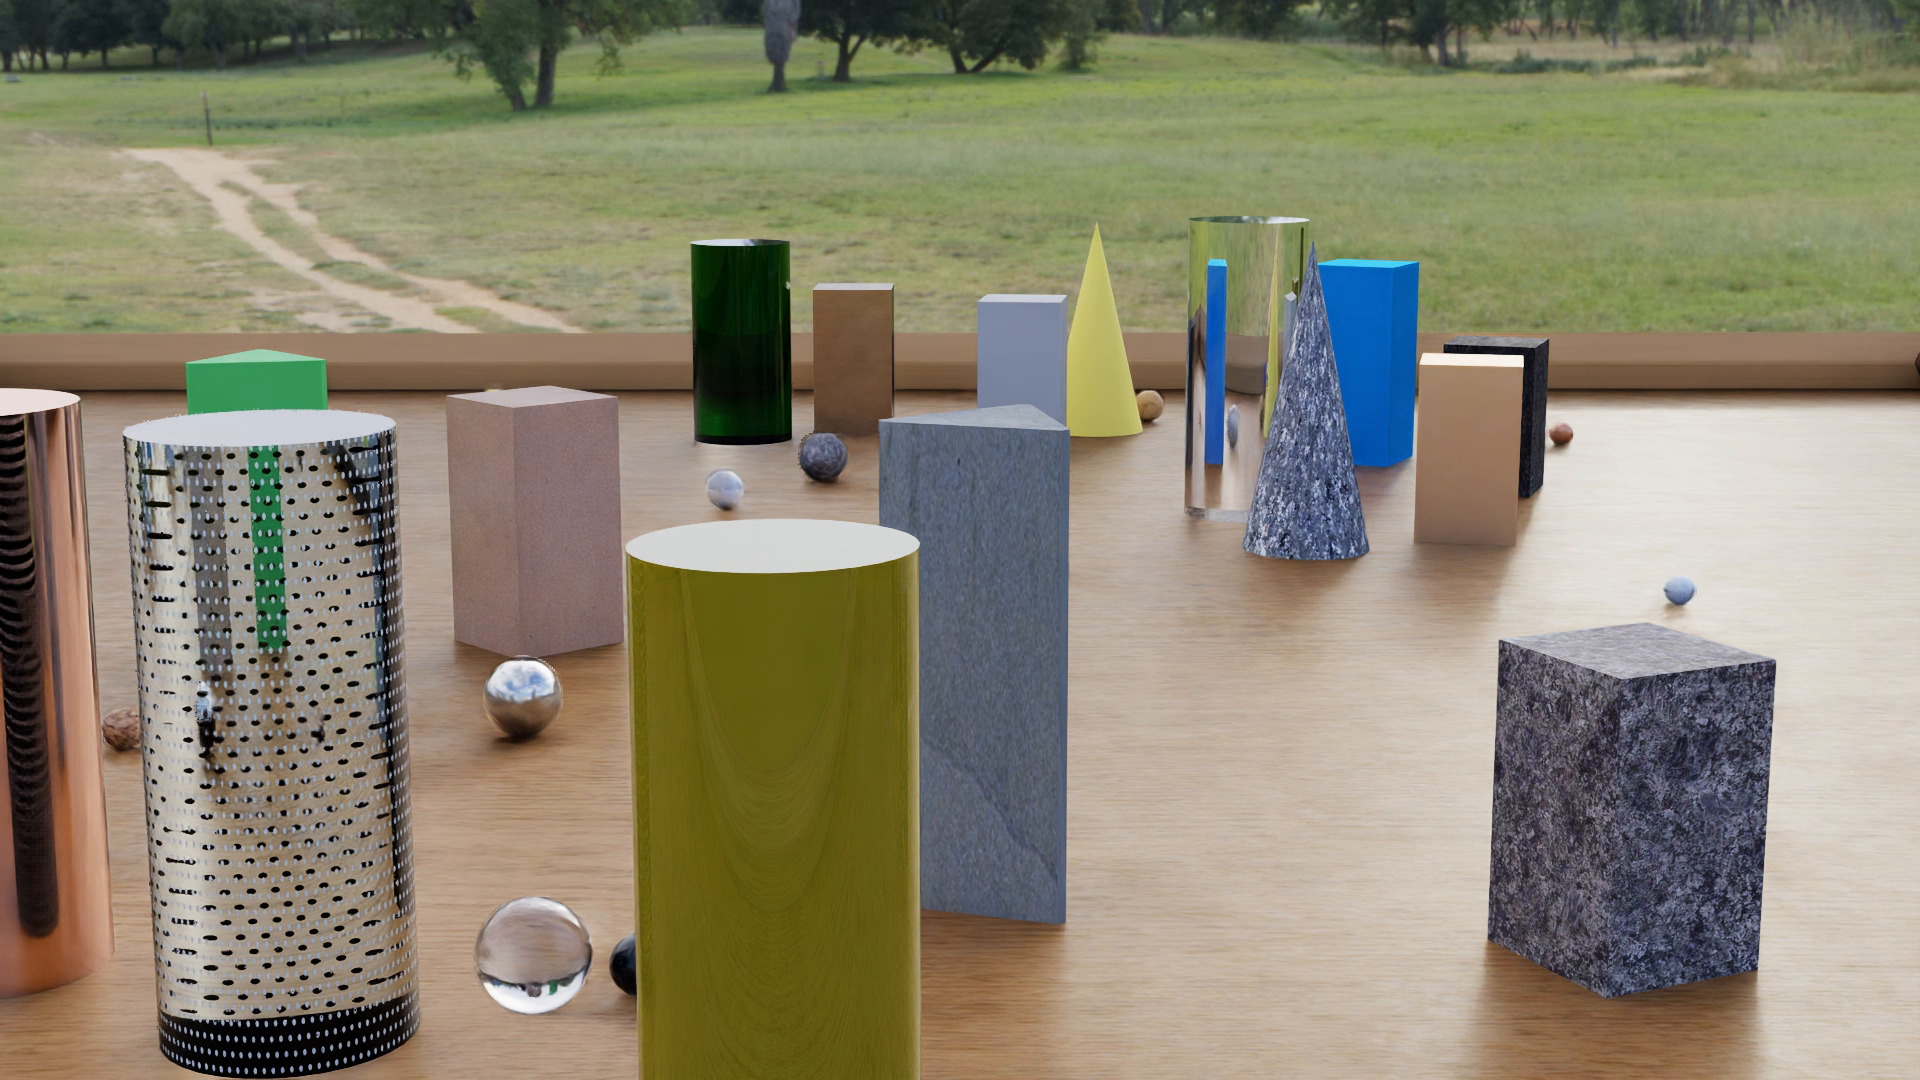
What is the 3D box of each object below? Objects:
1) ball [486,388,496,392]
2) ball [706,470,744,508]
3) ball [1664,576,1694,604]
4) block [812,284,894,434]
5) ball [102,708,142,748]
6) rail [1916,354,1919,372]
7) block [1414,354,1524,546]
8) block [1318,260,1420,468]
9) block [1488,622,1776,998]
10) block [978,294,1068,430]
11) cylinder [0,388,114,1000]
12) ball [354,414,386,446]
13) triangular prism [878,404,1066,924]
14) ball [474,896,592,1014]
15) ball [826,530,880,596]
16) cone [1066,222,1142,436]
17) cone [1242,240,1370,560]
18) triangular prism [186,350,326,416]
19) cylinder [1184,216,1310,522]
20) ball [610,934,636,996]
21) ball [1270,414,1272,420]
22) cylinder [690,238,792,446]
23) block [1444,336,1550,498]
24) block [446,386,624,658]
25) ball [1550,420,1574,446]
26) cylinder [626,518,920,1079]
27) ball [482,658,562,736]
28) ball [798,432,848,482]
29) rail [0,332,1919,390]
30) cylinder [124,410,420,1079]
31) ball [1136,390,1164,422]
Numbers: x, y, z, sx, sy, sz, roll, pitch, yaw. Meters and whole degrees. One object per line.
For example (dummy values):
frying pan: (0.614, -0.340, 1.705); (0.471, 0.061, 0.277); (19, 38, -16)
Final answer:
ball: (-0.973, -0.287, 5.363); (0.057, 0.057, 0.057); (0, 11, 0)
ball: (-0.390, -0.084, 4.254); (0.062, 0.062, 0.062); (0, 11, 0)
ball: (0.981, 0.068, 3.497); (0.040, 0.040, 0.040); (0, 11, 0)
block: (-0.212, -0.367, 5.164); (0.155, 0.286, 0.155); (0, 11, 1)
ball: (-0.900, 0.203, 2.761); (0.044, 0.044, 0.044); (0, 11, 0)
rail: (2.184, 0.030, 3.461); (0.045, 0.125, 4.792); (0, 11, 0)
block: (0.792, -0.143, 3.991); (0.155, 0.275, 0.155); (2, 11, 12)
block: (0.747, -0.331, 4.758); (0.155, 0.364, 0.155); (5, 12, 27)
block: (0.547, 0.216, 2.102); (0.155, 0.259, 0.155); (-5, 12, -25)
block: (0.119, -0.313, 4.861); (0.155, 0.290, 0.155); (1, 11, 7)
cylinder: (-0.796, 0.119, 2.066); (0.193, 0.462, 0.193); (0, 11, 0)
ball: (-1.135, -0.211, 4.938); (0.063, 0.063, 0.063); (0, 11, 0)
triangular prism: (0.034, 0.101, 2.257); (0.167, 0.427, 0.145); (4, 11, 20)
ball: (-0.331, 0.322, 1.990); (0.091, 0.091, 0.091); (0, 11, 0)
ball: (-0.141, 0.032, 3.550); (0.091, 0.091, 0.091); (0, 11, 0)
cone: (0.271, -0.427, 5.127); (0.193, 0.417, 0.193); (0, 11, 0)
cone: (0.526, -0.219, 3.865); (0.193, 0.469, 0.193); (0, 11, 0)
triangular prism: (-0.903, -0.062, 3.331); (0.167, 0.357, 0.145); (-2, 11, -12)
cylinder: (0.464, -0.280, 4.169); (0.193, 0.478, 0.193); (0, 11, 0)
ball: (-0.252, 0.336, 2.029); (0.050, 0.050, 0.050); (0, 11, 0)
ball: (0.641, -0.225, 4.947); (0.087, 0.087, 0.087); (0, 11, 0)
cylinder: (-0.427, -0.389, 5.015); (0.193, 0.384, 0.193); (0, 11, 0)
block: (0.923, -0.216, 4.433); (0.155, 0.256, 0.155); (4, 11, 21)
block: (-0.538, -0.026, 3.251); (0.155, 0.314, 0.155); (-9, 14, -41)
ball: (1.162, -0.207, 4.955); (0.048, 0.048, 0.048); (0, 11, 0)
cylinder: (-0.123, 0.207, 1.725); (0.193, 0.414, 0.193); (0, 11, 0)
ball: (-0.479, 0.172, 2.811); (0.086, 0.086, 0.086); (0, 11, 0)
ball: (-0.241, -0.146, 4.525); (0.085, 0.085, 0.085); (0, 11, 0)
rail: (-0.014, -0.401, 5.781); (4.416, 0.125, 0.045); (0, 11, 0)
cylinder: (-0.510, 0.146, 1.916); (0.193, 0.464, 0.193); (0, 11, 0)
ball: (0.389, -0.277, 5.286); (0.064, 0.064, 0.064); (0, 11, 0)
